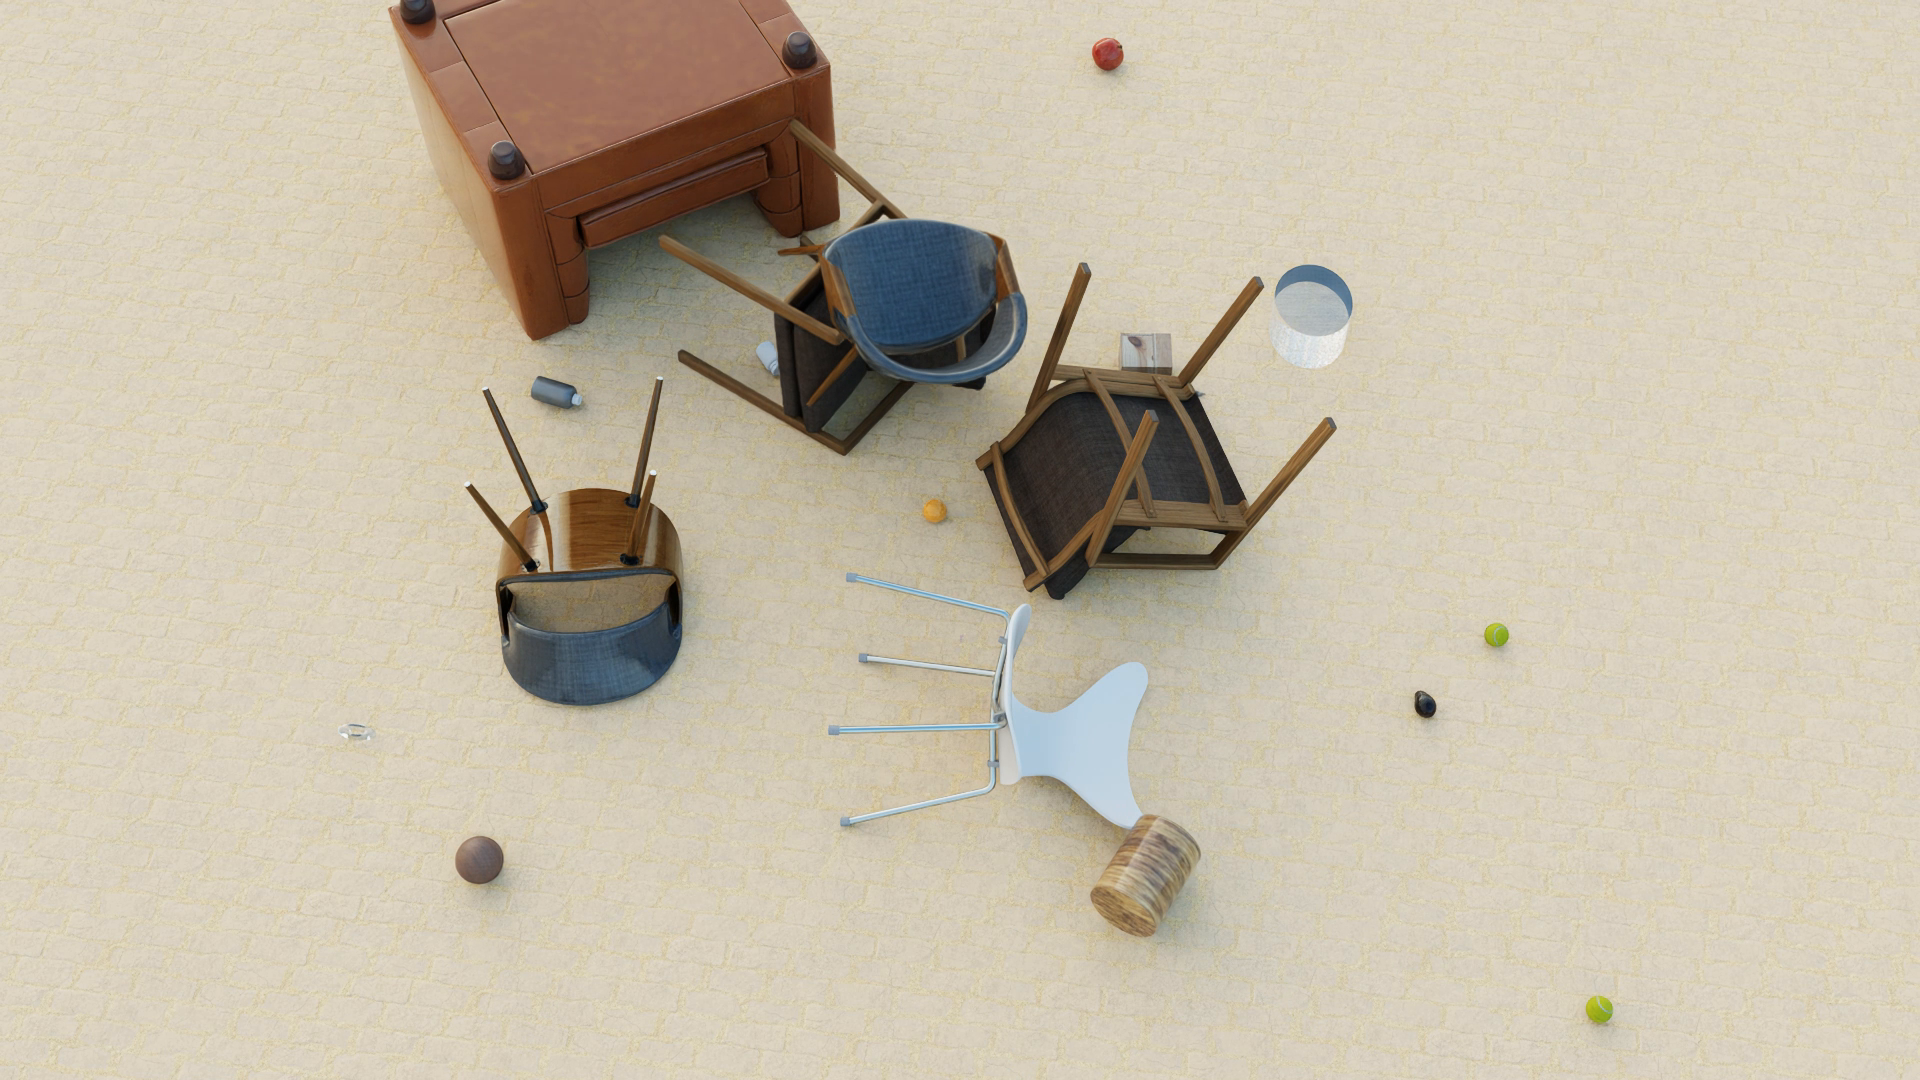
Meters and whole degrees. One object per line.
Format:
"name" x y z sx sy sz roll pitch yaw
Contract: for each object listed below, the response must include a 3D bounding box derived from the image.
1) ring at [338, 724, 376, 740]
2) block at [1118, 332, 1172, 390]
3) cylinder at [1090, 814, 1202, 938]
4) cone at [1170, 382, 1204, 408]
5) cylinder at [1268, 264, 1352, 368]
"ring" -1.698 0.541 6.195 0.111 0.027 0.049 7 55 4
"block" 0.579 -0.558 6.877 0.157 0.117 0.134 1 56 0
"cylinder" 0.494 0.891 5.842 0.197 0.224 0.249 31 61 12
"cone" 0.721 -0.454 6.861 0.103 0.061 0.085 -3 55 -22
"cylinder" 1.108 -0.707 6.953 0.244 0.159 0.294 -1 56 0
